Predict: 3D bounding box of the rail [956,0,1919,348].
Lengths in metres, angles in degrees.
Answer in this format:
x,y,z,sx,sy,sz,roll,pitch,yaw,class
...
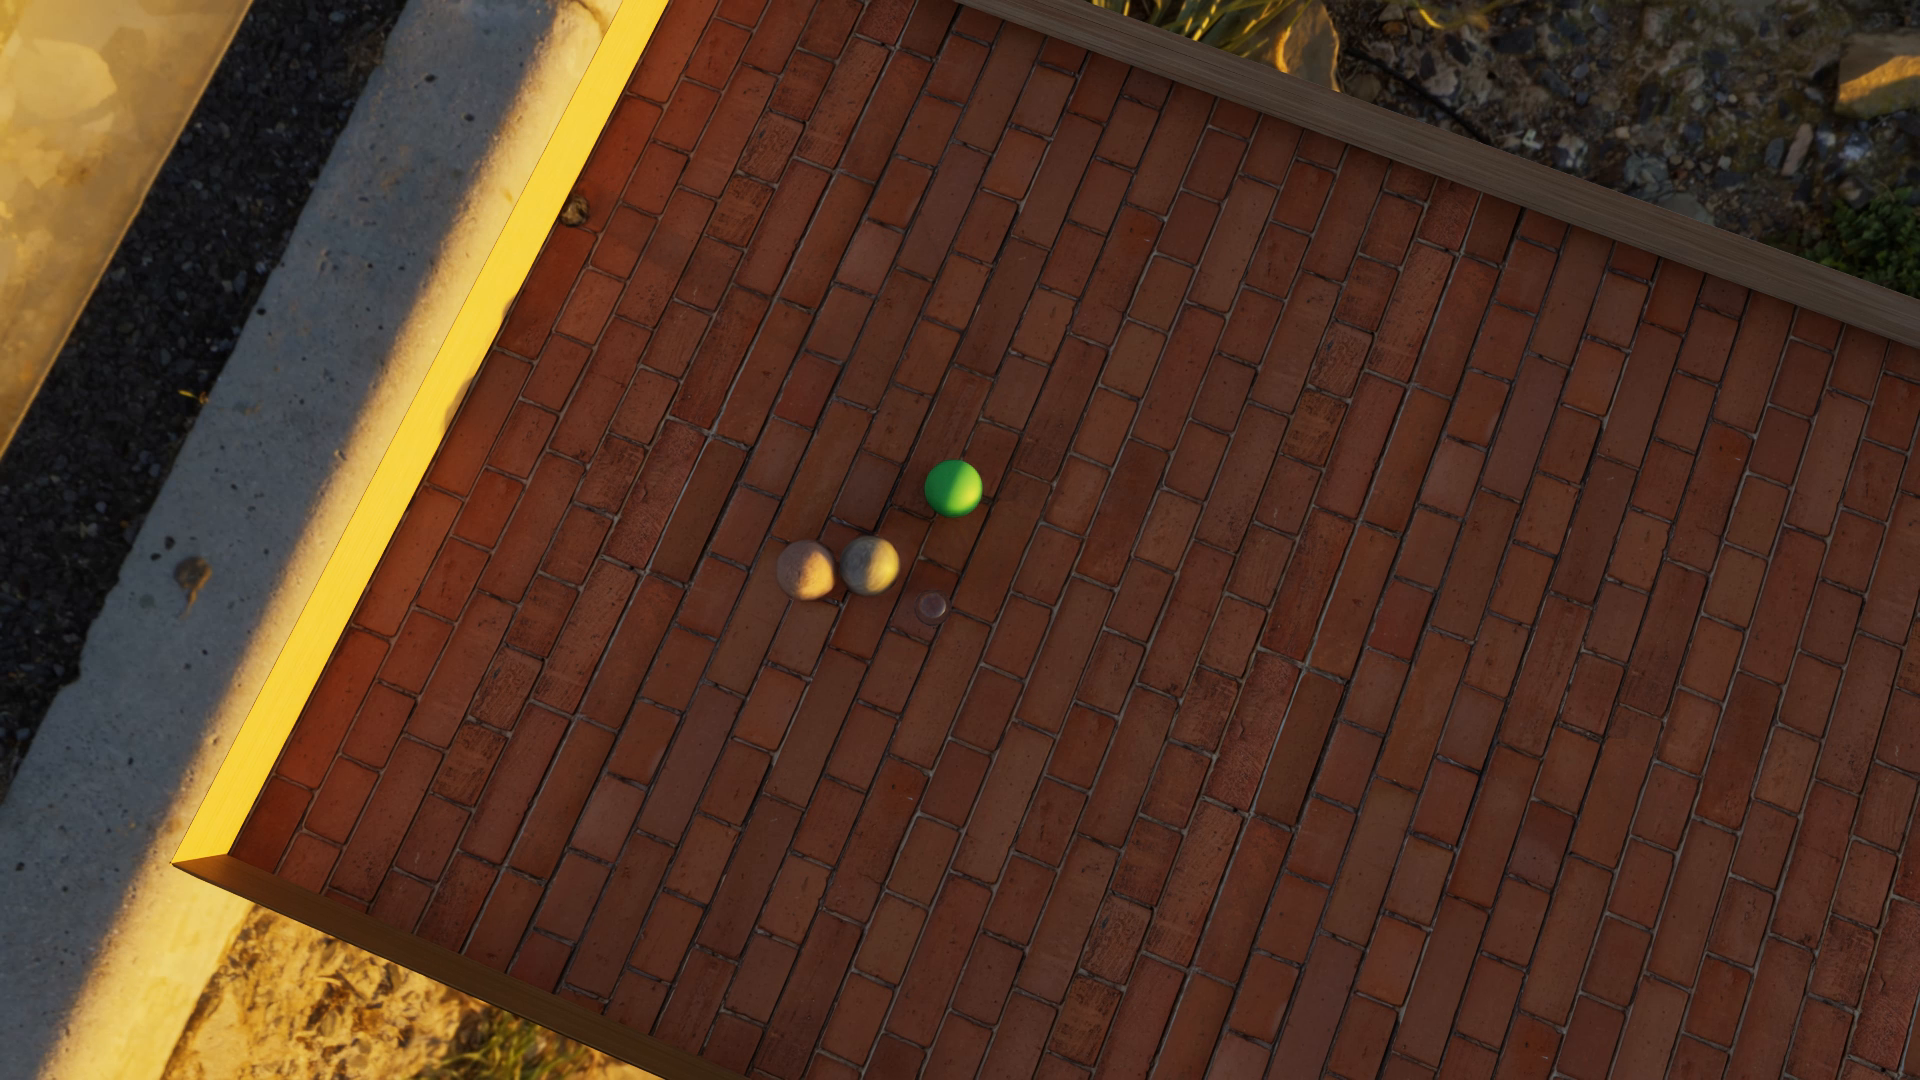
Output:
x,y,z,sx,sy,sz,roll,pitch,yaw,class
1.127,-0.478,3.527,3.414,0.122,0.045,21,73,7,rail

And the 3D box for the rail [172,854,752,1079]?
x,y,z,sx,sy,sz,roll,pitch,yaw,class
0.451,1.082,3.020,3.414,0.122,0.045,21,73,7,rail

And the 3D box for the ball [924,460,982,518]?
x,y,z,sx,sy,sz,roll,pitch,yaw,class
-0.010,-0.080,3.415,0.091,0.091,0.091,0,72,0,ball

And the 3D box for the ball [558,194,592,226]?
x,y,z,sx,sy,sz,roll,pitch,yaw,class
-0.628,-0.538,3.584,0.053,0.053,0.053,0,72,0,ball

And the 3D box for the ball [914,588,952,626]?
x,y,z,sx,sy,sz,roll,pitch,yaw,class
-0.042,0.103,3.373,0.057,0.057,0.057,0,72,0,ball

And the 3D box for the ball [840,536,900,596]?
x,y,z,sx,sy,sz,roll,pitch,yaw,class
-0.138,0.039,3.375,0.094,0.094,0.094,0,72,0,ball

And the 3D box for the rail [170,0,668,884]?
x,y,z,sx,sy,sz,roll,pitch,yaw,class
-0.767,-0.308,3.472,0.045,0.122,1.821,21,73,7,rail

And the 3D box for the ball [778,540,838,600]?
x,y,z,sx,sy,sz,roll,pitch,yaw,class
-0.234,0.046,3.373,0.094,0.094,0.094,0,72,0,ball
